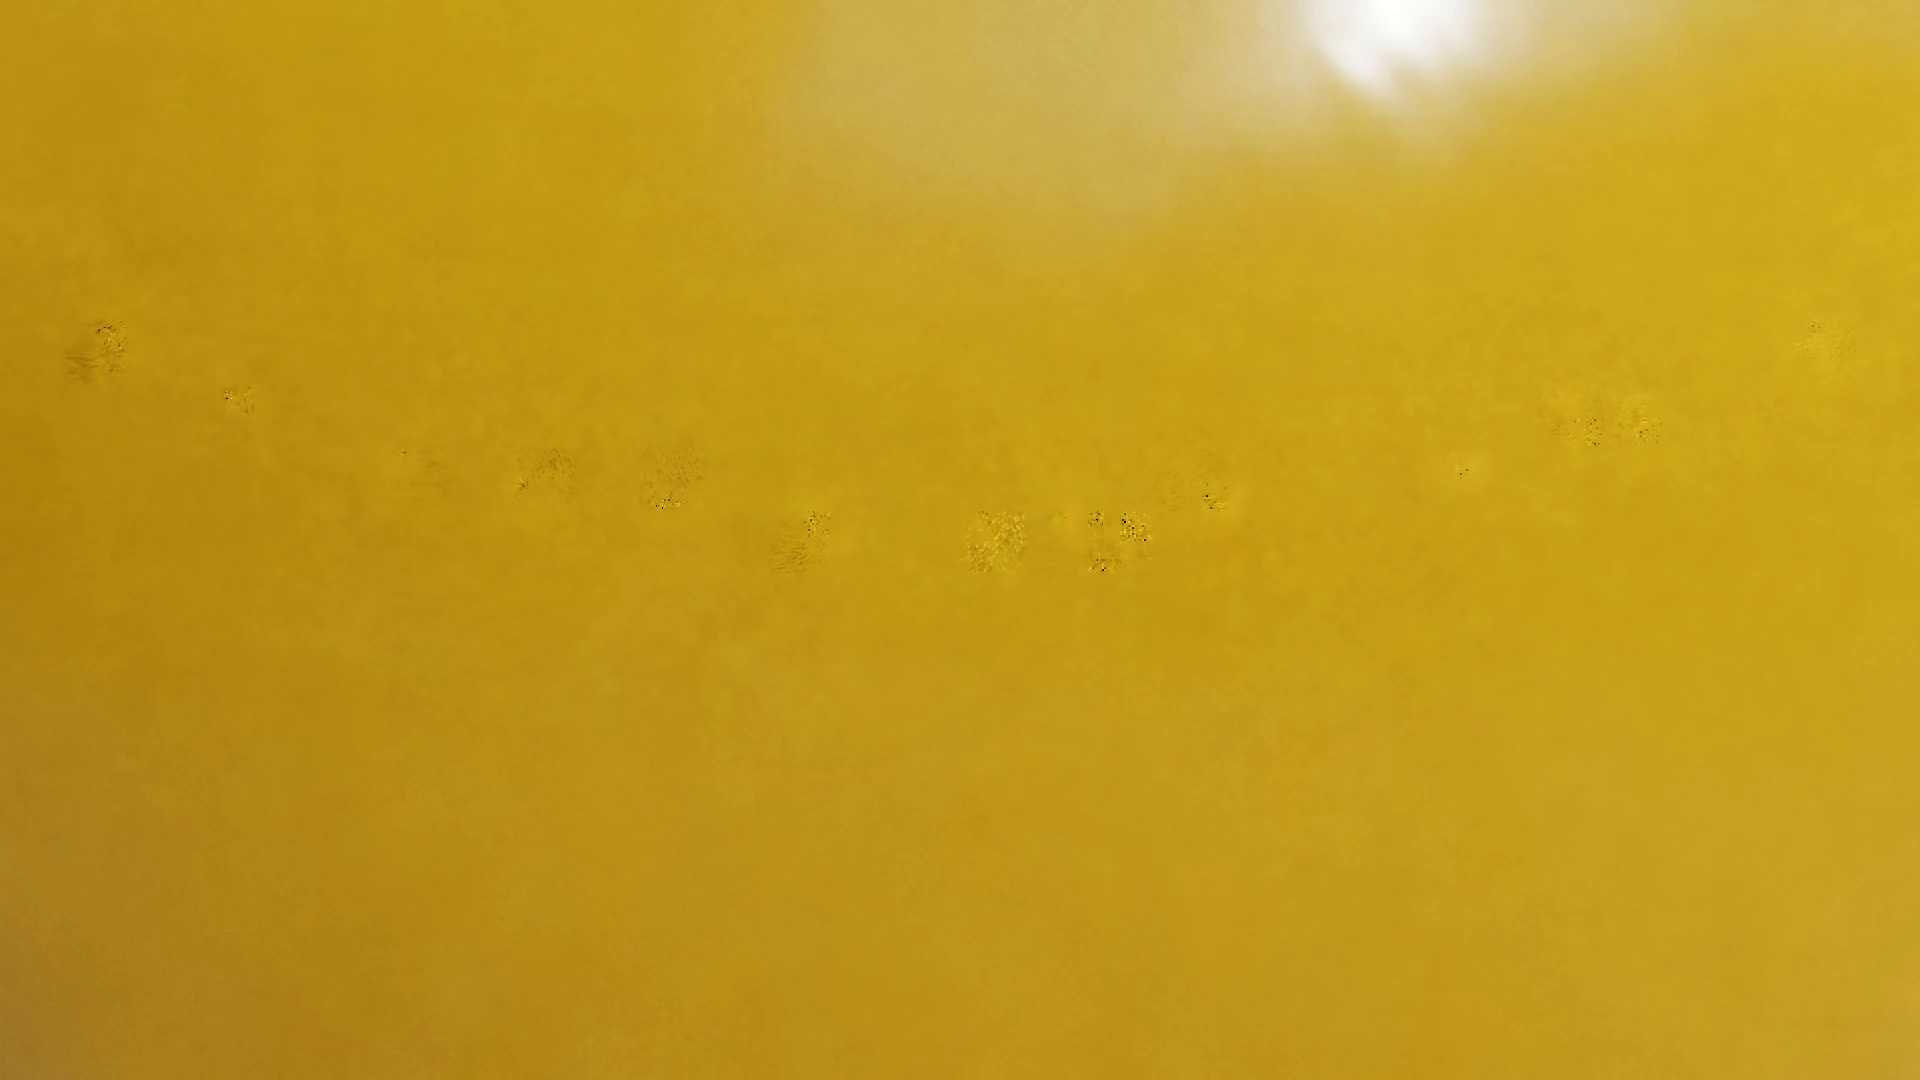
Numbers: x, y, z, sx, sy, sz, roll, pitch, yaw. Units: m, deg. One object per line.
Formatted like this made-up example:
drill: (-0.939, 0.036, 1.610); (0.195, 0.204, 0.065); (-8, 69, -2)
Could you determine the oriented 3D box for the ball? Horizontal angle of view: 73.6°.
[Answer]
ball: (0.000, -0.002, 0.056); (0.080, 0.080, 0.080); (0, 4, 0)
